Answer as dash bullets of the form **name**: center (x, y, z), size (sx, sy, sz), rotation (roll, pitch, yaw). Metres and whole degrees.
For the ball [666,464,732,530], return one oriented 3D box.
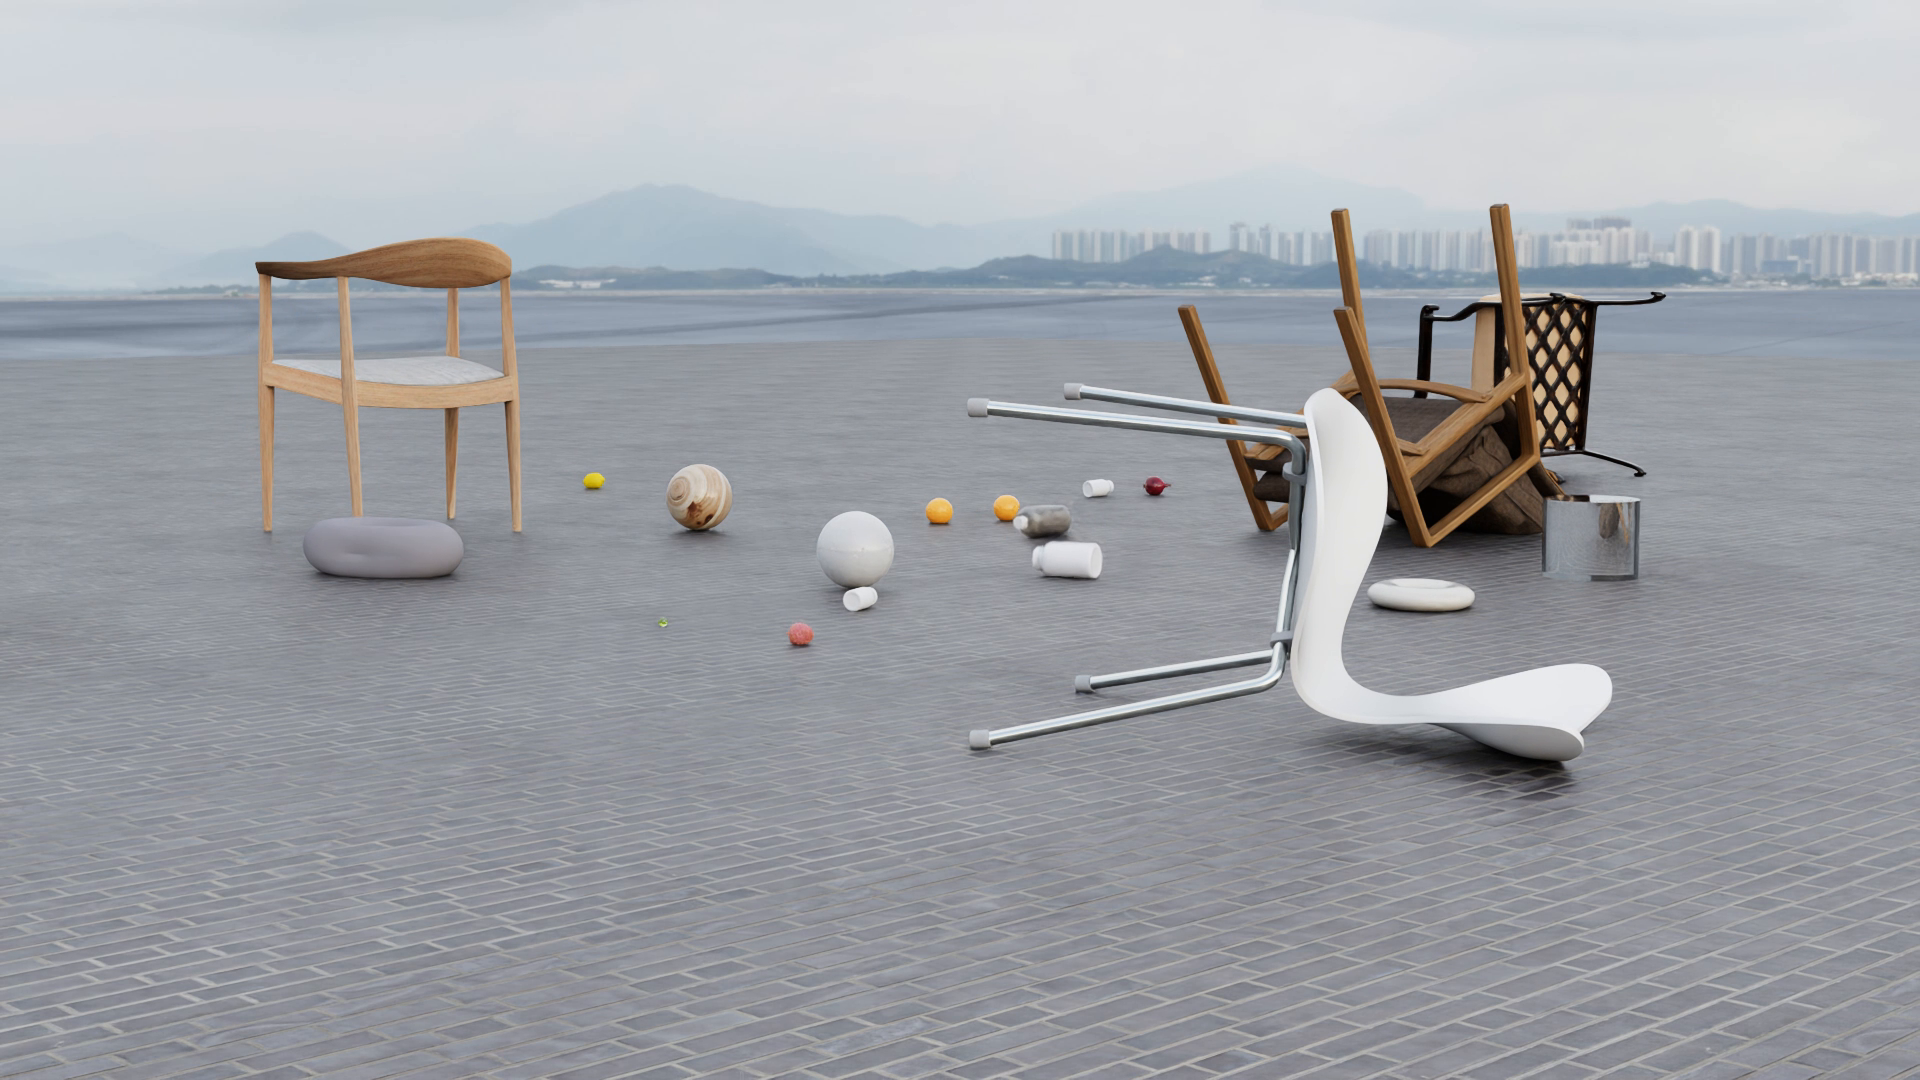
- **ball**: center (-0.675, -0.111, 6.649), size (0.172, 0.172, 0.172), rotation (0, 6, 0)

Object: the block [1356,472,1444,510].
- **block**: center (1.260, -0.143, 7.343), size (0.187, 0.093, 0.175), rotation (-2, 6, -18)

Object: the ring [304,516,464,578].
- **ring**: center (-1.279, 0.017, 5.688), size (0.388, 0.117, 0.226), rotation (3, 8, 20)

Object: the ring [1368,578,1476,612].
- **ring**: center (0.921, 0.110, 5.126), size (0.211, 0.046, 0.230), rotation (0, 7, -3)

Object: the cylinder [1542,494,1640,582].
- **cylinder**: center (1.384, -0.006, 5.630), size (0.208, 0.171, 0.193), rotation (2, 6, 18)

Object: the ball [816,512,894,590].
- **ball**: center (-0.220, 0.021, 5.404), size (0.164, 0.164, 0.164), rotation (0, 6, 0)
